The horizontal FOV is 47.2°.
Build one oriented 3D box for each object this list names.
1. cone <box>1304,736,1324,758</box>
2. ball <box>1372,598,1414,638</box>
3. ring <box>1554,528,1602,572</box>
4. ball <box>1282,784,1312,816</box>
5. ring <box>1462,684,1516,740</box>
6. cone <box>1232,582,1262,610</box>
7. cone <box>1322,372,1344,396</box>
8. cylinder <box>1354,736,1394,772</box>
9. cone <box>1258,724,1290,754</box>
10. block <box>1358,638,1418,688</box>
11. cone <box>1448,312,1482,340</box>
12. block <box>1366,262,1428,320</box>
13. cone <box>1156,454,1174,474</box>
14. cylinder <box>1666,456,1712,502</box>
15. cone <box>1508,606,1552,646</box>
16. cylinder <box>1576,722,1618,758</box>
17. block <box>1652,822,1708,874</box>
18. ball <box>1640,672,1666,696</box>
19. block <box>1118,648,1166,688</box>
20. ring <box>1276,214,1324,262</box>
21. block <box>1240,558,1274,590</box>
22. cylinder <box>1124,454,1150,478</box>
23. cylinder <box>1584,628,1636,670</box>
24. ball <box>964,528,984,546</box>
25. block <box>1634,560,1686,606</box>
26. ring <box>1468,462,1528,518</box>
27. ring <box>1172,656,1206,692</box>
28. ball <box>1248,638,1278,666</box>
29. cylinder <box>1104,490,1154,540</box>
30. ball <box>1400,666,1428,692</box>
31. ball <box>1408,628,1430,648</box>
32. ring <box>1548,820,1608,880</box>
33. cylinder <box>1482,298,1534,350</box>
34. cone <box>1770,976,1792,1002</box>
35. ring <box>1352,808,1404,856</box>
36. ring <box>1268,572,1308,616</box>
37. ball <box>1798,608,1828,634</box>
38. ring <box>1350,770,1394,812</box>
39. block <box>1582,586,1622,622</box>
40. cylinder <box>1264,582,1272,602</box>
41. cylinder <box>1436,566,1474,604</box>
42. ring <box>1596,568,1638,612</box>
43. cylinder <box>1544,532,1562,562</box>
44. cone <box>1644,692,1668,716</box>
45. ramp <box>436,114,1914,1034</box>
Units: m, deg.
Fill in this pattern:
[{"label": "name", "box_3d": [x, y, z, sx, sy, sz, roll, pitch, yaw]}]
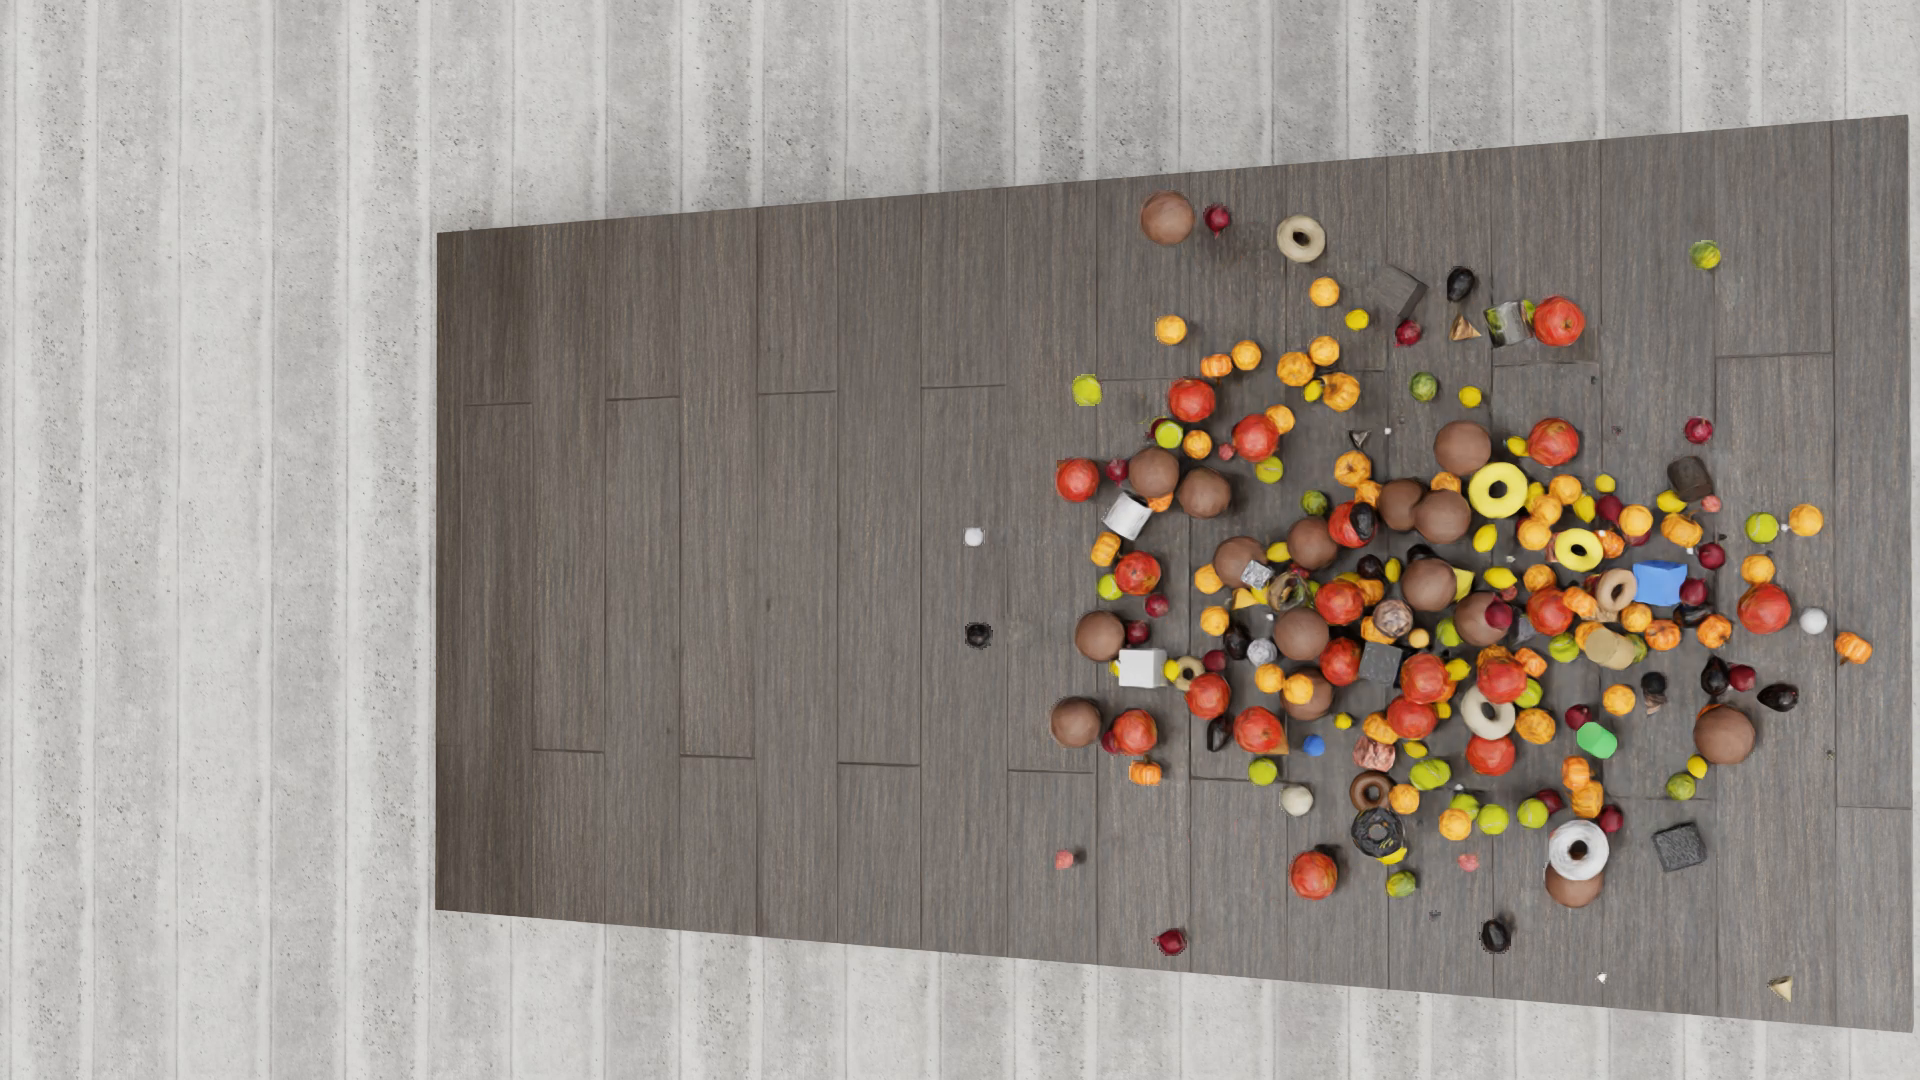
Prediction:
[{"label": "cone", "box_3d": [0.850, 0.501, 5.328, 0.054, 0.054, 0.054, 0, 89, 25]}, {"label": "ball", "box_3d": [1.006, 0.180, 5.108, 0.094, 0.094, 0.094, 0, 89, 0]}, {"label": "ring", "box_3d": [1.404, 0.023, 4.991, 0.110, 0.037, 0.110, 17, 129, 22]}, {"label": "ball", "box_3d": [0.817, 0.630, 5.330, 0.076, 0.076, 0.076, 0, 89, 0]}, {"label": "ring", "box_3d": [1.220, 0.395, 5.078, 0.136, 0.045, 0.136, 8, 67, -18]}, {"label": "cone", "box_3d": [0.711, 0.145, 5.410, 0.072, 0.072, 0.072, 11, 89, -2]}, {"label": "cone", "box_3d": [0.905, -0.373, 5.317, 0.056, 0.056, 0.056, -11, 99, 0]}, {"label": "cylinder", "box_3d": [0.986, 0.511, 5.237, 0.072, 0.072, 0.072, 14, 89, -14]}, {"label": "cone", "box_3d": [0.775, 0.500, 5.308, 0.083, 0.083, 0.083, -10, 116, -22]}, {"label": "block", "box_3d": [1.015, 0.292, 5.224, 0.093, 0.093, 0.093, 17, 97, 32]}, {"label": "cone", "box_3d": [1.199, -0.492, 5.186, 0.070, 0.070, 0.070, 18, 89, -2]}, {"label": "block", "box_3d": [1.039, -0.592, 5.229, 0.093, 0.093, 0.093, 37, 104, 21]}, {"label": "cone", "box_3d": [0.503, -0.180, 5.515, 0.051, 0.051, 0.051, 14, 51, -18]}, {"label": "cylinder", "box_3d": [1.638, -0.137, 4.938, 0.077, 0.077, 0.077, -14, 61, 0]}, {"label": "cone", "box_3d": [1.333, 0.204, 5.110, 0.092, 0.092, 0.092, 6, 89, -1]}, {"label": "cylinder", "box_3d": [1.438, 0.453, 4.968, 0.065, 0.065, 0.065, 30, 89, -36]}, {"label": "block", "box_3d": [1.617, 0.691, 4.945, 0.087, 0.087, 0.087, -22, 80, 24]}, {"label": "ball", "box_3d": [1.570, 0.324, 4.981, 0.054, 0.054, 0.054, 0, 89, 0]}, {"label": "block", "box_3d": [0.457, 0.319, 5.495, 0.092, 0.092, 0.092, 1, 90, 25]}, {"label": "ring", "box_3d": [0.826, -0.731, 5.333, 0.123, 0.041, 0.123, 3, 73, -11]}, {"label": "block", "box_3d": [0.695, 0.081, 5.143, 0.054, 0.054, 0.054, 32, 98, 15]}, {"label": "cylinder", "box_3d": [0.444, -0.184, 5.508, 0.053, 0.053, 0.053, -9, 89, 20]}, {"label": "cylinder", "box_3d": [1.457, 0.245, 4.931, 0.080, 0.080, 0.080, 20, 89, -41]}, {"label": "ball", "box_3d": [0.036, -0.009, 5.720, 0.051, 0.051, 0.051, 0, 89, 0]}, {"label": "block", "box_3d": [1.575, 0.096, 4.953, 0.084, 0.084, 0.084, -10, 106, -43]}, {"label": "ring", "box_3d": [1.247, -0.116, 5.099, 0.138, 0.046, 0.138, -7, 73, 22]}, {"label": "ring", "box_3d": [0.569, 0.333, 5.477, 0.090, 0.030, 0.090, 0, 89, 24]}, {"label": "ball", "box_3d": [0.739, 0.274, 5.373, 0.072, 0.072, 0.072, 0, 89, 0]}, {"label": "cylinder", "box_3d": [0.423, -0.063, 5.515, 0.091, 0.091, 0.091, 34, 107, 0]}, {"label": "ball", "box_3d": [1.069, 0.326, 5.177, 0.062, 0.062, 0.062, 0, 89, 0]}, {"label": "ball", "box_3d": [1.088, 0.232, 5.213, 0.051, 0.051, 0.051, 0, 89, 0]}, {"label": "ring", "box_3d": [1.388, 0.696, 4.935, 0.139, 0.046, 0.139, -17, 62, 36]}, {"label": "cylinder", "box_3d": [1.248, -0.491, 5.004, 0.092, 0.092, 0.092, -16, 90, 0]}, {"label": "cone", "box_3d": [1.826, 0.999, 4.861, 0.052, 0.052, 0.052, -22, 85, 0]}, {"label": "ring", "box_3d": [0.967, 0.676, 5.087, 0.122, 0.041, 0.122, -3, 61, 6]}, {"label": "ring", "box_3d": [0.787, 0.130, 5.274, 0.108, 0.036, 0.108, -11, 70, 32]}, {"label": "ball", "box_3d": [1.879, 0.178, 4.842, 0.059, 0.059, 0.059, 0, 89, 0]}, {"label": "ring", "box_3d": [0.988, 0.606, 5.272, 0.109, 0.036, 0.109, 0, 89, 24]}, {"label": "block", "box_3d": [1.468, 0.147, 5.026, 0.078, 0.078, 0.078, 2, 90, 25]}, {"label": "cylinder", "box_3d": [0.774, 0.123, 5.345, 0.053, 0.053, 0.053, 46, 56, 0]}, {"label": "cylinder", "box_3d": [1.165, 0.104, 5.172, 0.073, 0.073, 0.073, 14, 95, 0]}, {"label": "ring", "box_3d": [1.470, 0.112, 4.924, 0.106, 0.035, 0.106, -10, 116, -21]}, {"label": "cylinder", "box_3d": [1.381, 0.015, 5.073, 0.066, 0.066, 0.066, -4, 92, 0]}, {"label": "cone", "box_3d": [1.573, 0.380, 4.999, 0.058, 0.058, 0.058, 11, 118, 0]}, {"label": "ramp", "box_3d": [0.282, 0.081, 5.687, 4.000, 0.100, 2.000, 0, 89, 25]}]
